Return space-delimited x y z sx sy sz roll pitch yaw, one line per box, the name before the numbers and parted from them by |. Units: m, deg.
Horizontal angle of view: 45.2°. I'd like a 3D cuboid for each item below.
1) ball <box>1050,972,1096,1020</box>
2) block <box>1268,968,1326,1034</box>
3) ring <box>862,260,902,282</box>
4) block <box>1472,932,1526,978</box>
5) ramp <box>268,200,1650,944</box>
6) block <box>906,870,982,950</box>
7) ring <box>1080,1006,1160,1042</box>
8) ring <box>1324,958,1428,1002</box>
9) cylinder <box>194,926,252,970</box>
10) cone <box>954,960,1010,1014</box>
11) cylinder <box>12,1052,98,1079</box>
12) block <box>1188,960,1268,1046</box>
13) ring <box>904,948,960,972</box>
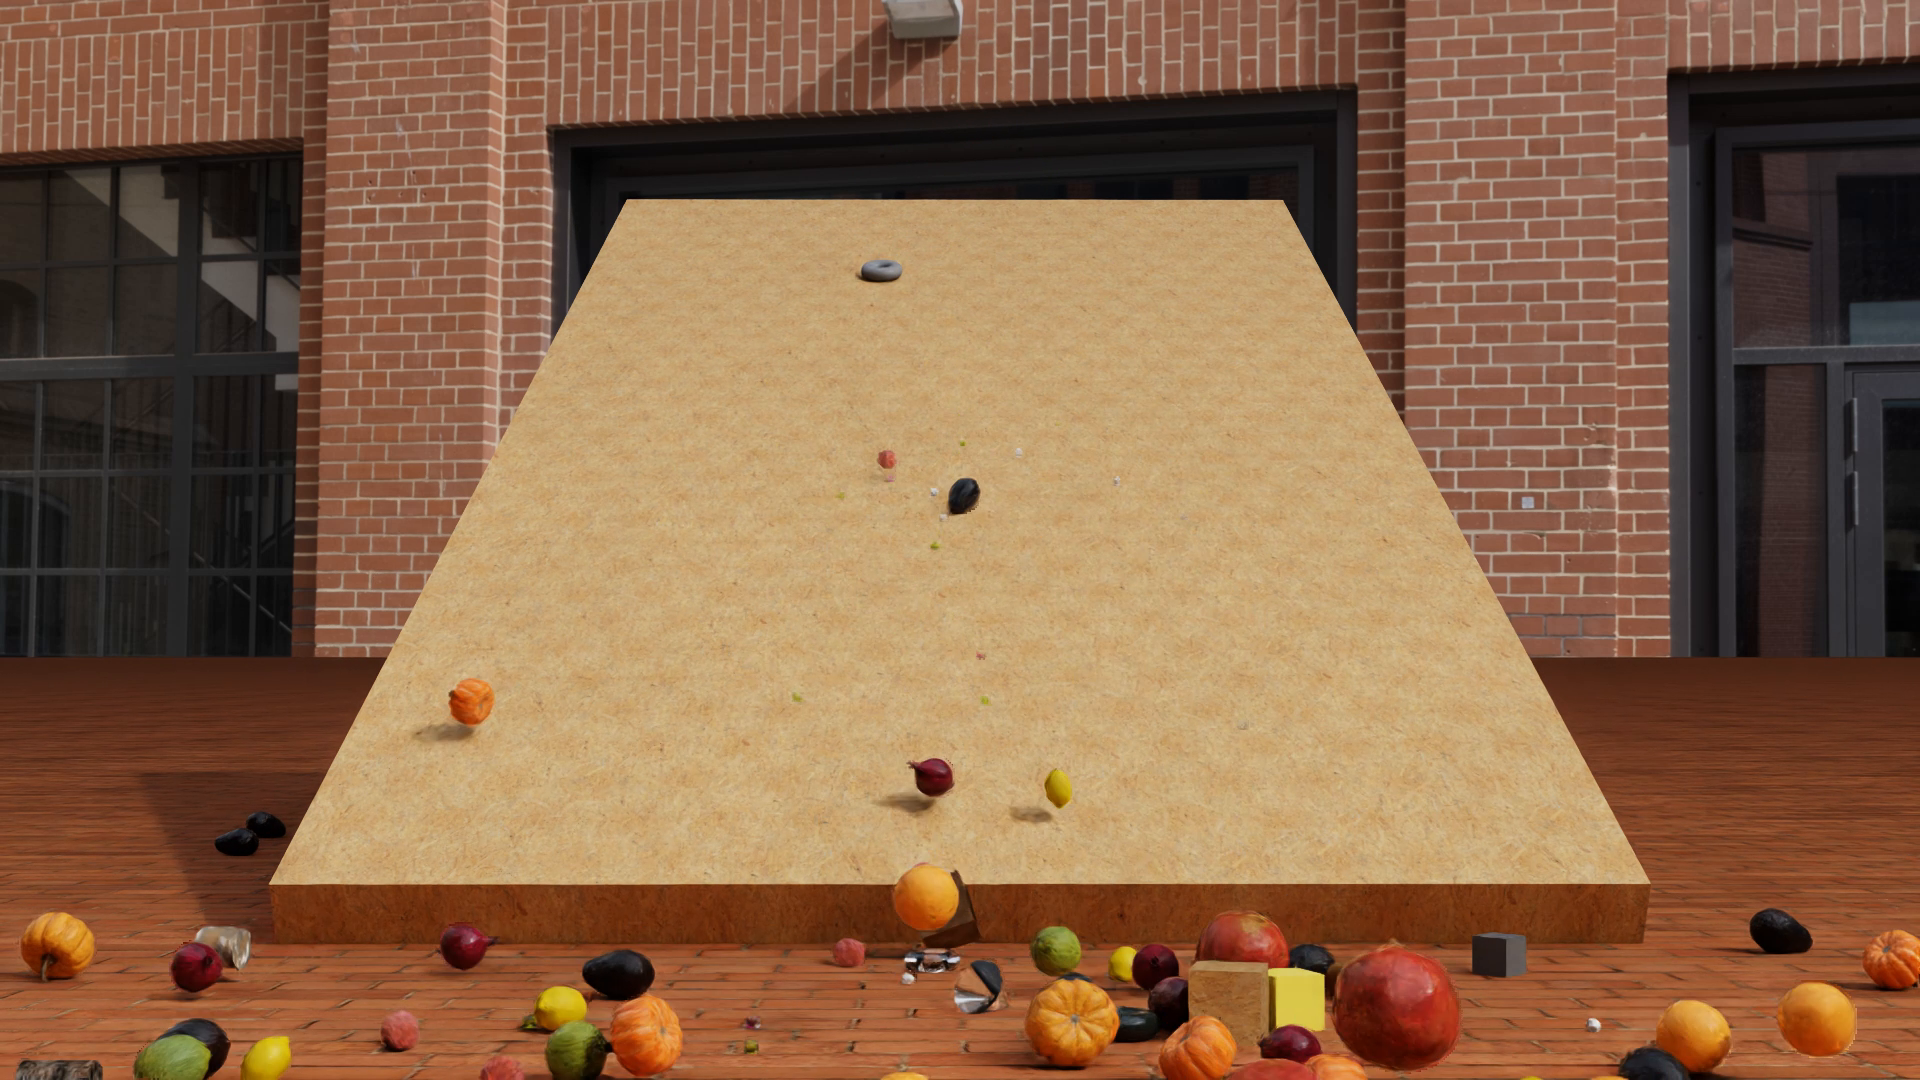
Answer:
ball | 0.132 0.530 2.678 0.054 0.054 0.054 0 -3 0
block | 0.371 0.522 2.617 0.063 0.063 0.063 1 -3 -22
ring | -0.212 -0.729 6.238 0.114 0.038 0.114 -1 24 0
block | 0.713 0.549 3.051 0.051 0.051 0.051 -3 -4 44
ramp | -0.007 -0.224 5.201 2.000 0.100 4.000 0 23 0
block | -0.021 0.519 3.202 0.076 0.076 0.076 -19 -30 0
ring | 0.178 0.536 2.555 0.089 0.030 0.089 0 -4 0
ring | 0.514 0.544 2.849 0.128 0.043 0.128 -1 -4 0
cylinder | -0.953 0.527 2.979 0.053 0.053 0.053 1 -3 9
cone | 0.041 0.545 2.747 0.068 0.068 0.068 -2 -30 40
cylinder | -0.804 0.496 2.054 0.062 0.062 0.062 -14 0 -13
block | 0.297 0.511 2.546 0.079 0.079 0.079 -1 -3 14
ring | -0.037 0.565 3.099 0.076 0.025 0.076 1 -2 0
